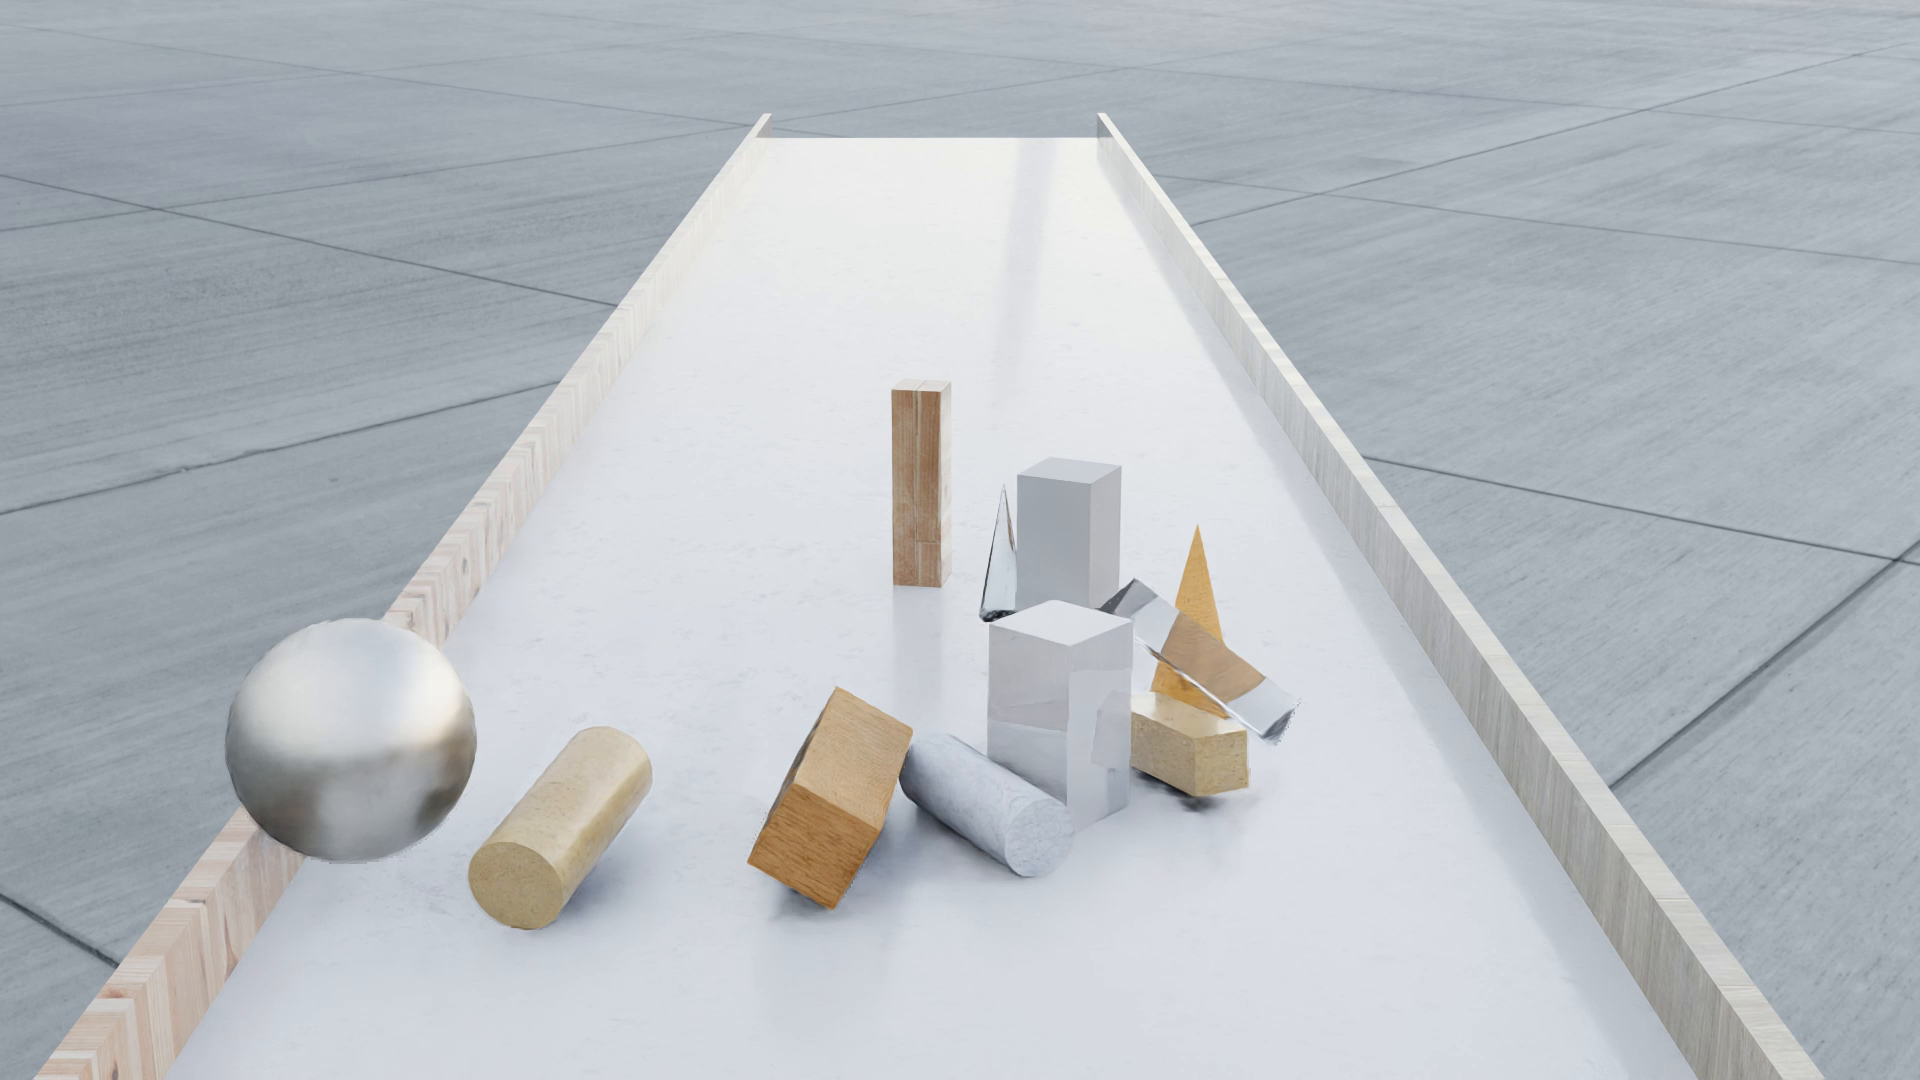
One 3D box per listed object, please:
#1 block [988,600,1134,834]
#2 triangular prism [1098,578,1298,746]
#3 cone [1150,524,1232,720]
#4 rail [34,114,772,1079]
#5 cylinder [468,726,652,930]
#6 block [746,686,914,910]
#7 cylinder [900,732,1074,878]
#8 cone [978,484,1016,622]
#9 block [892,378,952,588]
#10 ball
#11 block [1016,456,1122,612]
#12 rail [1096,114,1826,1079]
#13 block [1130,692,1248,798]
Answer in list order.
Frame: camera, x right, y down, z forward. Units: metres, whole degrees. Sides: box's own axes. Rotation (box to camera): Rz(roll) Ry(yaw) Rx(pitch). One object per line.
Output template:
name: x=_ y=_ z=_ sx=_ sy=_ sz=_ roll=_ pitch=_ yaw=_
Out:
block: x=0.166 y=0.293 z=3.659 sx=0.169 sy=0.332 sz=0.169 roll=14 pitch=22 yaw=39
triangular prism: x=0.438 y=0.215 z=4.010 sx=0.393 sy=0.092 sz=0.106 roll=38 pitch=2 yaw=27
cone: x=0.439 y=0.140 z=4.113 sx=0.174 sy=0.365 sz=0.174 roll=0 pitch=17 yaw=0
rail: x=-1.118 y=-0.838 z=7.780 sx=0.050 sy=0.150 sz=12.000 roll=0 pitch=17 yaw=-1
cylinder: x=-0.612 y=0.439 z=3.403 sx=0.152 sy=0.152 sz=0.356 roll=4 pitch=25 yaw=14
block: x=-0.199 y=0.400 z=3.494 sx=0.149 sy=0.149 sz=0.458 roll=30 pitch=15 yaw=-3
cylinder: x=0.039 y=0.425 z=3.570 sx=0.130 sy=0.130 sz=0.331 roll=-10 pitch=19 yaw=-30
cone: x=0.092 y=0.017 z=4.638 sx=0.105 sy=0.302 sz=0.105 roll=0 pitch=17 yaw=0
block: x=-0.084 y=-0.126 z=4.869 sx=0.110 sy=0.445 sz=0.110 roll=3 pitch=17 yaw=11
ball: x=-0.907 y=0.298 z=3.282 sx=0.363 sy=0.363 sz=0.363 roll=0 pitch=17 yaw=0
block: x=0.218 y=0.044 z=4.413 sx=0.158 sy=0.381 sz=0.158 roll=8 pitch=18 yaw=25
rail: x=0.932 y=-0.844 z=7.801 sx=0.050 sy=0.150 sz=12.000 roll=0 pitch=17 yaw=-1
block: x=0.374 y=0.350 z=3.809 sx=0.101 sy=0.101 sz=0.308 roll=-7 pitch=11 yaw=-23
